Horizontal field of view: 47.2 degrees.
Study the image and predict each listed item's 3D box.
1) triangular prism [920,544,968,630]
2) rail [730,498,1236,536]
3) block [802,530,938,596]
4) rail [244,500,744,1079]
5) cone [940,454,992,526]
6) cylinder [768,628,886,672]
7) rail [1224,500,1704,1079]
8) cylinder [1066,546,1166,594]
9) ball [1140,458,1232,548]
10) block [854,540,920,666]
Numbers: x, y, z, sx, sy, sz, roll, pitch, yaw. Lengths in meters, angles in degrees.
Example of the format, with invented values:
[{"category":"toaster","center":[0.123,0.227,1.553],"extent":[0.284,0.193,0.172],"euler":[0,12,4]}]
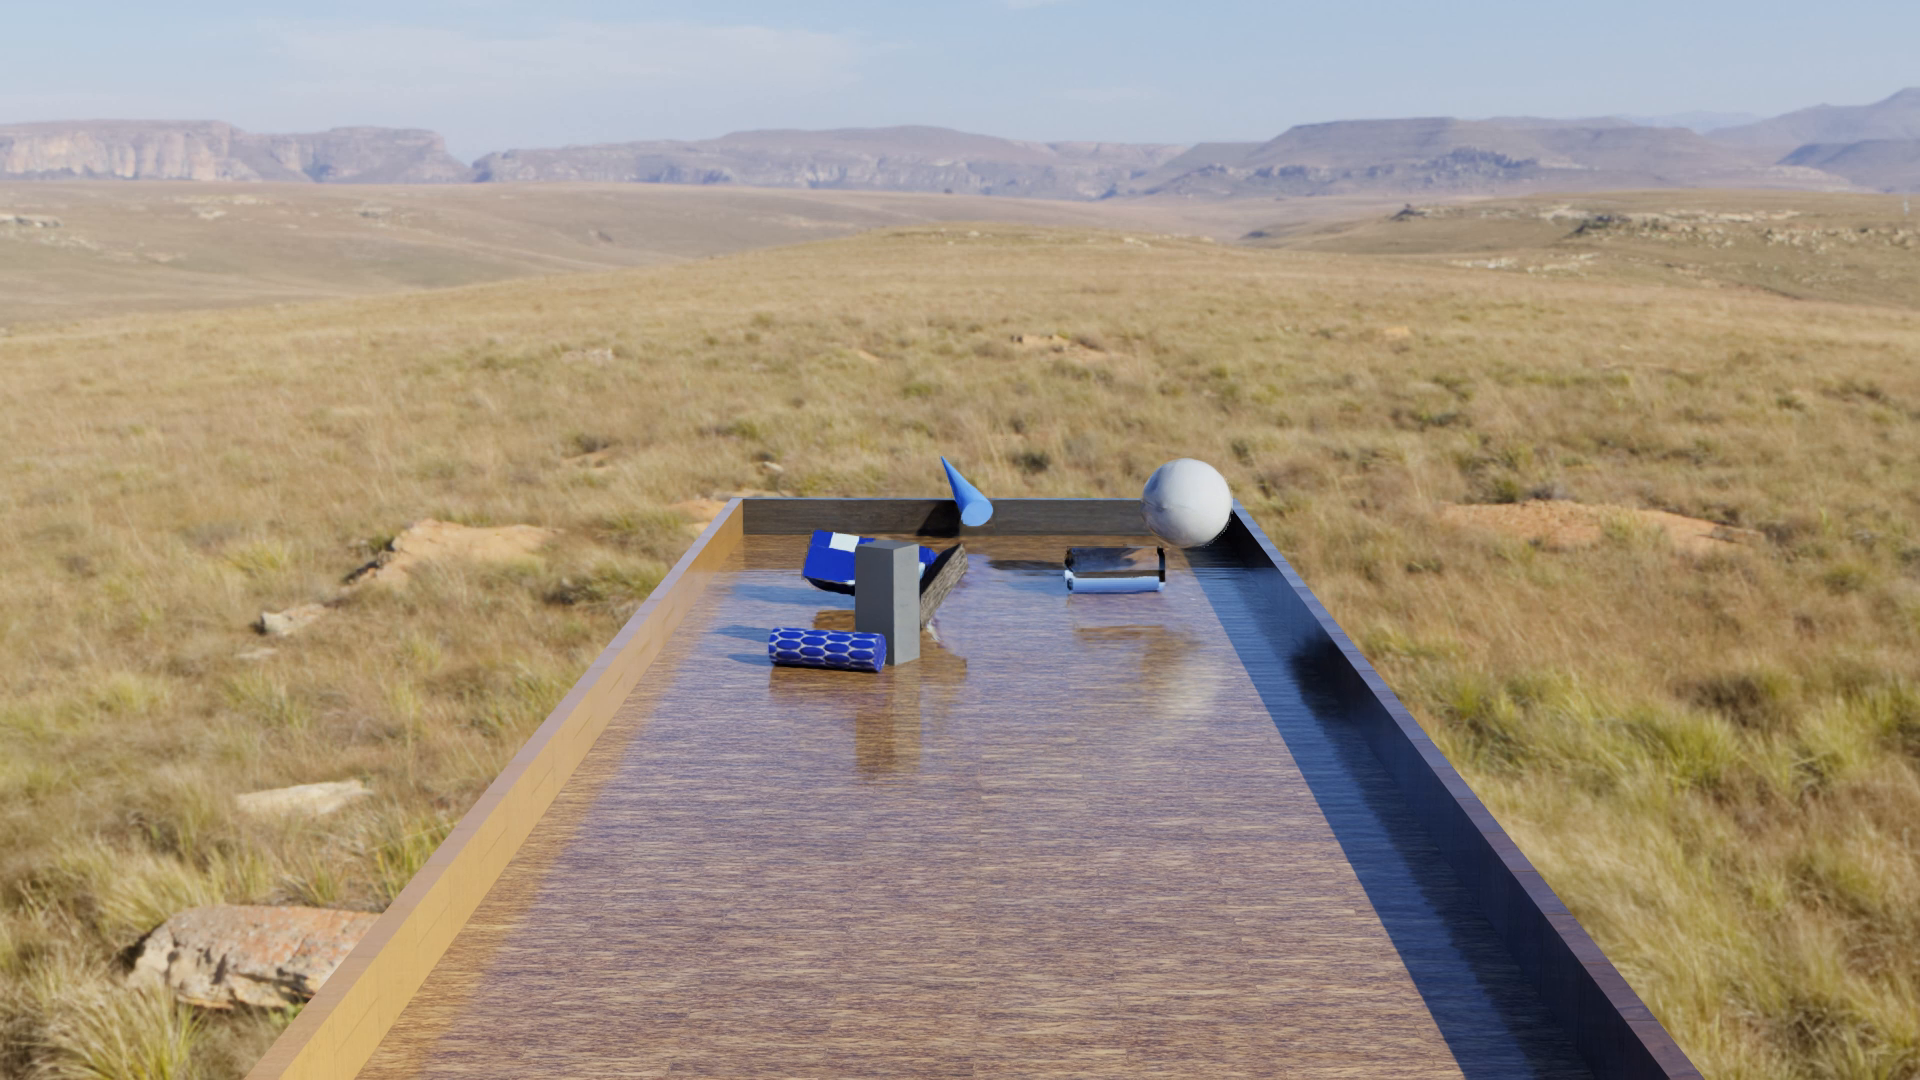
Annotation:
[{"category":"triangular prism","center":[-0.081,0.139,7.241],"extent":[0.102,0.089,0.337],"euler":[31,48,7]},{"category":"rail","center":[0.099,-0.098,9.147],"extent":[2.100,0.150,0.050],"euler":[0,9,1]},{"category":"block","center":[-0.296,0.100,7.542],"extent":[0.432,0.167,0.167],"euler":[9,-15,21]},{"category":"rail","center":[-1.004,0.839,3.234],"extent":[0.050,0.150,12.000],"euler":[0,9,1]},{"category":"cone","center":[-0.008,-0.237,9.128],"extent":[0.136,0.136,0.439],"euler":[-4,37,-23]},{"category":"cylinder","center":[-0.396,0.327,6.584],"extent":[0.333,0.113,0.113],"euler":[3,9,18]},{"category":"rail","center":[1.046,0.843,3.208],"extent":[0.050,0.150,12.000],"euler":[0,9,1]},{"category":"cylinder","center":[0.552,0.107,7.817],"extent":[0.329,0.161,0.161],"euler":[-1,9,-8]},{"category":"ball","center":[0.807,-0.131,7.848],"extent":[0.321,0.321,0.321],"euler":[0,9,0]},{"category":"block","center":[-0.220,0.188,6.687],"extent":[0.141,0.355,0.141],"euler":[6,11,32]}]
